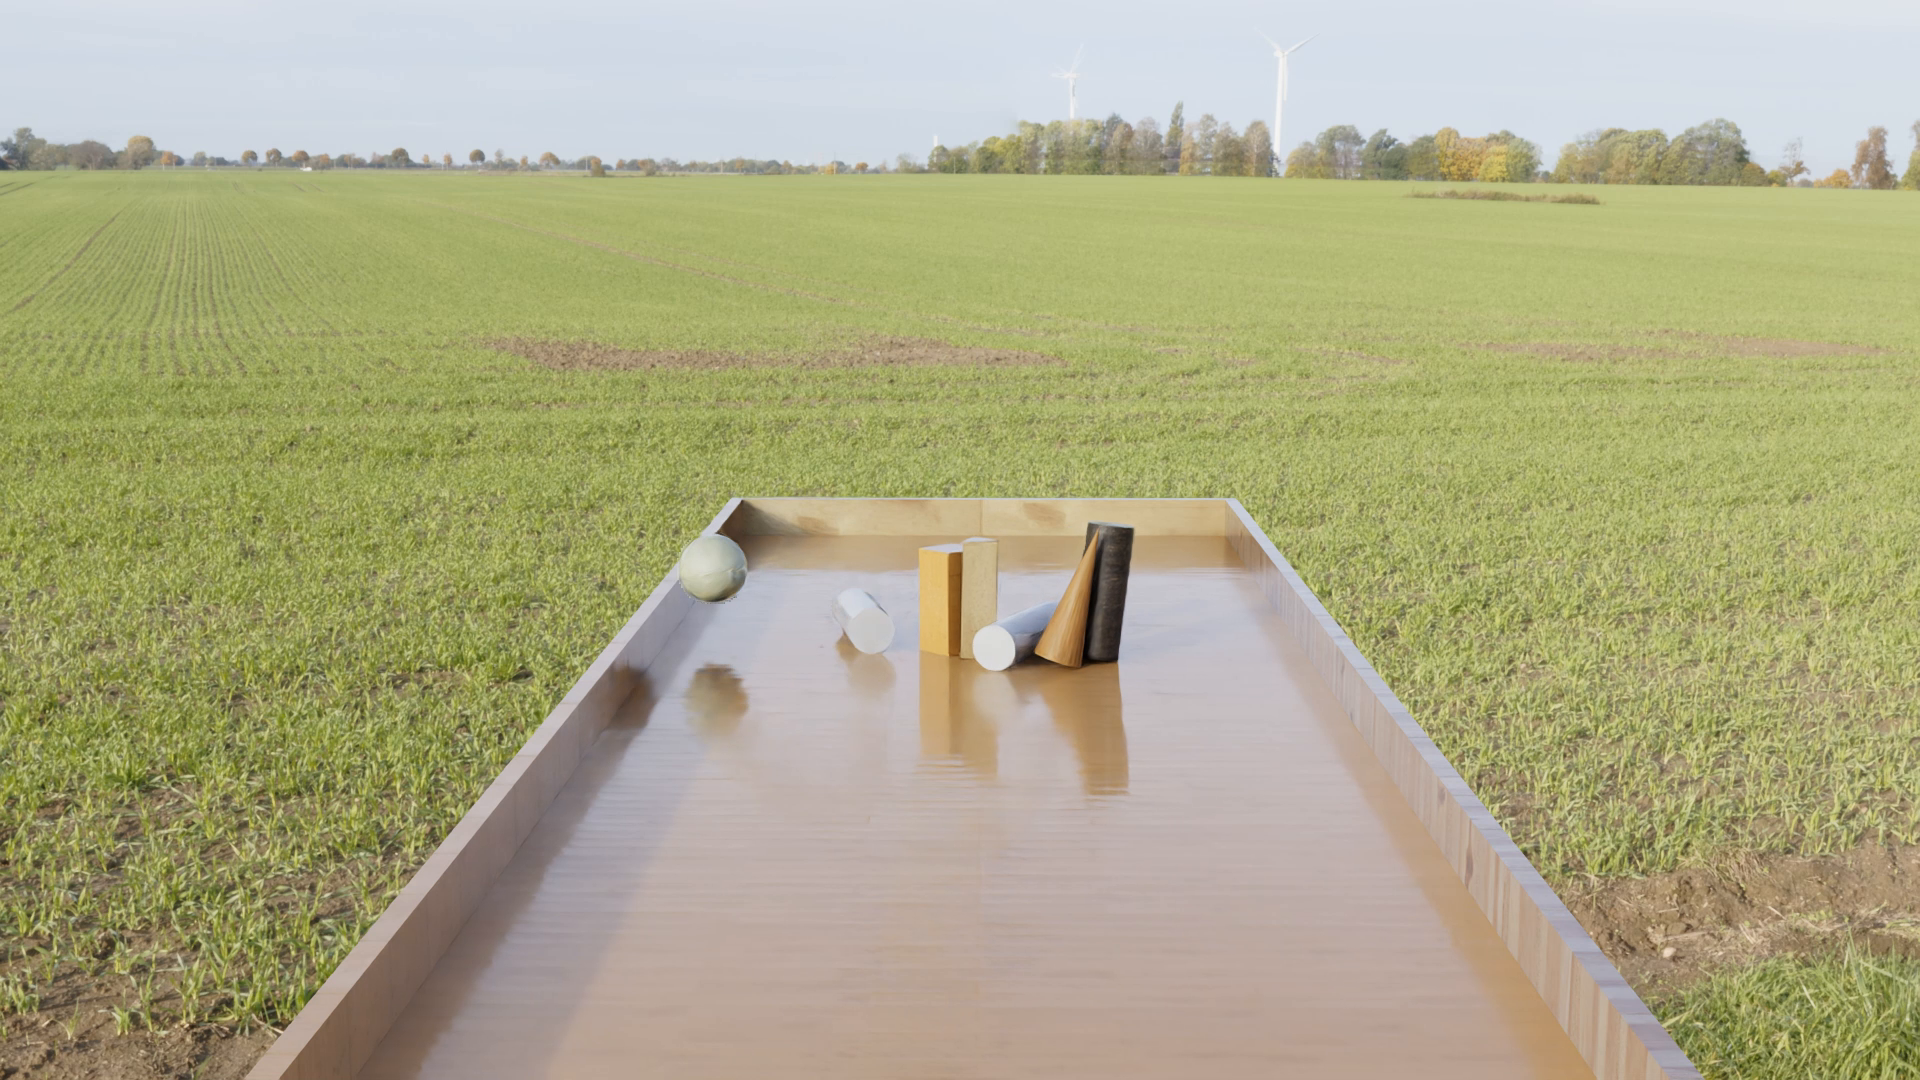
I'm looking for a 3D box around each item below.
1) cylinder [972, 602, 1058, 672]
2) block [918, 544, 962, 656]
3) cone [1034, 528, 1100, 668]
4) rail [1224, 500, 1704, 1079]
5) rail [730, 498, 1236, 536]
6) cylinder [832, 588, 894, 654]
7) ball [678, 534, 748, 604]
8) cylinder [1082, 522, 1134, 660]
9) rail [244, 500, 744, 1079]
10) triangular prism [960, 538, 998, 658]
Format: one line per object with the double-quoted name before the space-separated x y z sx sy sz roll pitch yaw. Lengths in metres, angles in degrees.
"cylinder" 0.192 0.291 6.730 0.139 0.139 0.430 4 10 25
"block" -0.025 0.183 6.830 0.144 0.319 0.144 -7 11 -39
"cone" 0.355 0.157 6.588 0.151 0.422 0.151 17 6 -2
"rail" 1.046 0.843 3.208 0.050 0.150 12.000 0 9 1
"rail" 0.099 -0.098 9.147 2.100 0.150 0.050 0 9 1
"cylinder" -0.307 0.252 6.967 0.141 0.141 0.376 -2 9 -11
"ball" -0.792 0.092 7.056 0.221 0.221 0.221 0 9 0
"cylinder" 0.434 0.155 6.682 0.143 0.406 0.143 7 4 0
"rail" -1.004 0.839 3.234 0.050 0.150 12.000 0 9 1
"triangular prism" 0.050 0.176 6.741 0.109 0.360 0.094 -1 8 -11
